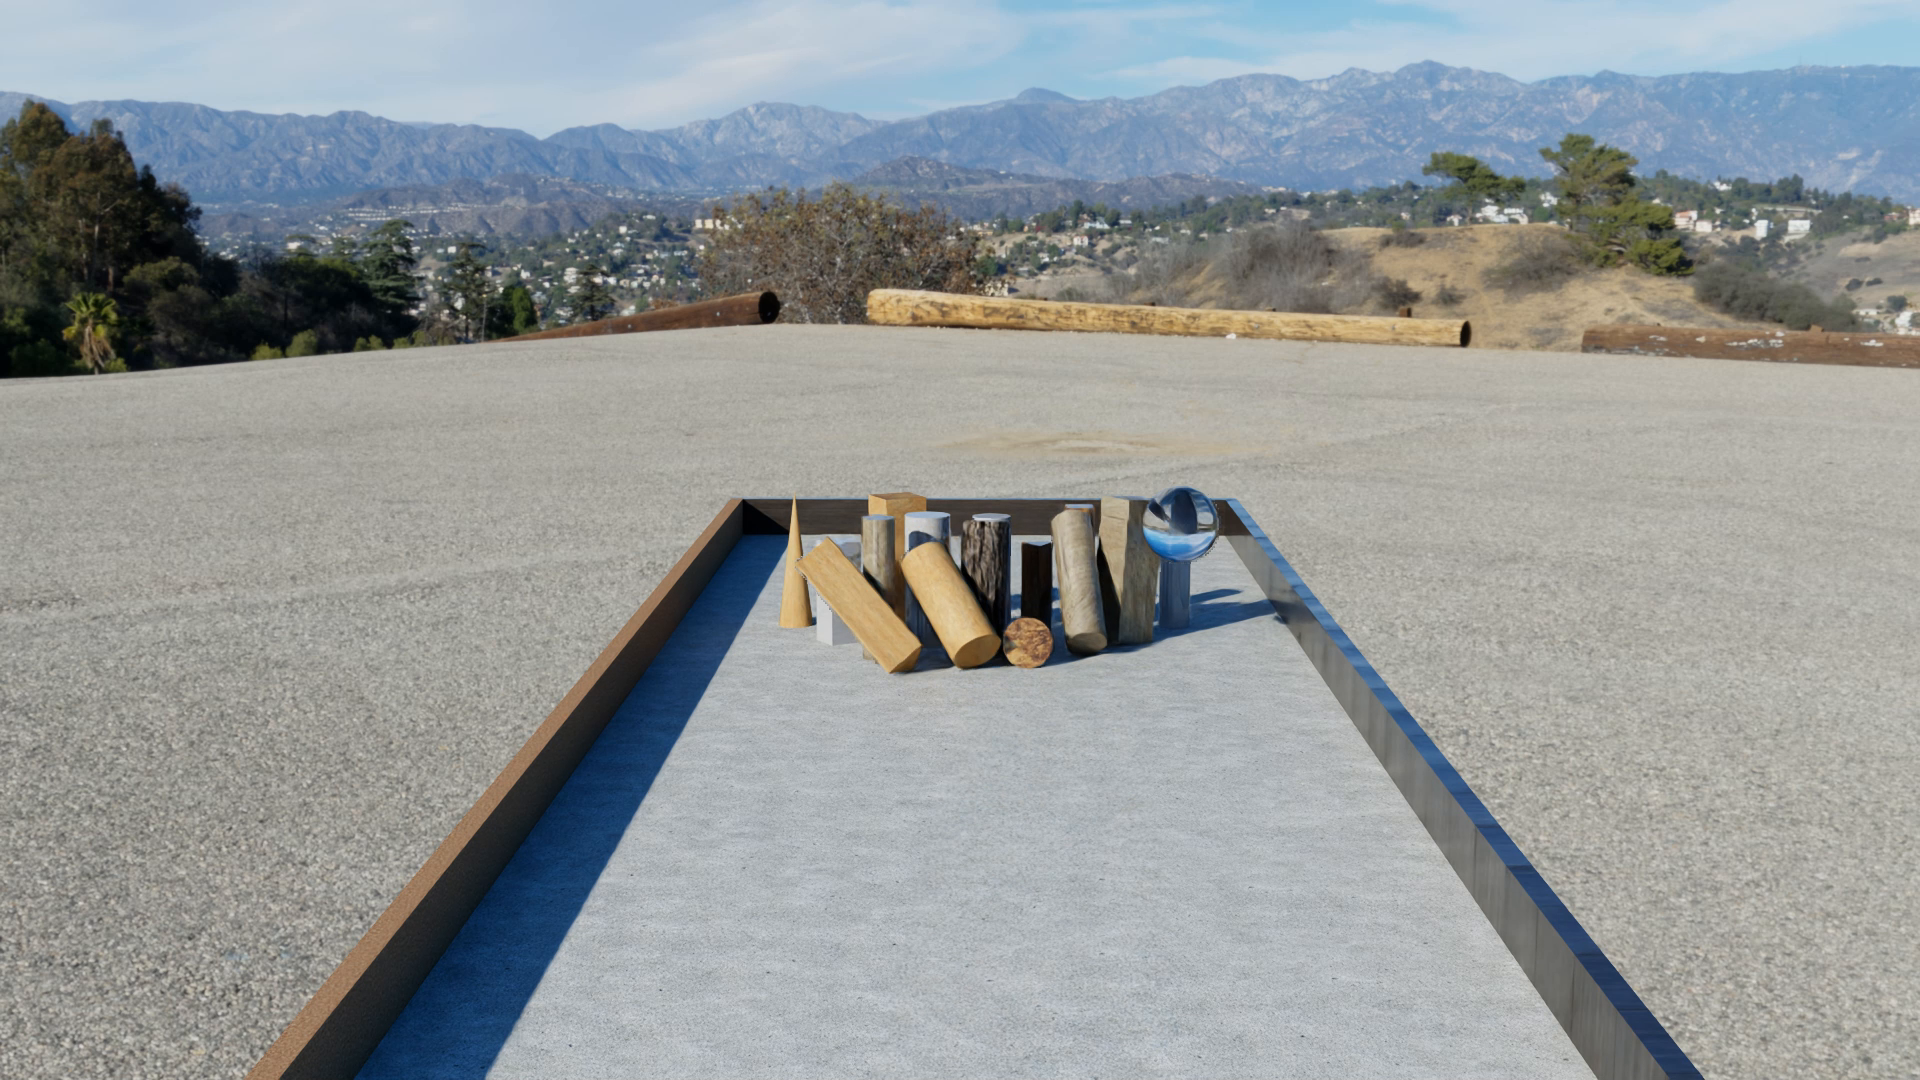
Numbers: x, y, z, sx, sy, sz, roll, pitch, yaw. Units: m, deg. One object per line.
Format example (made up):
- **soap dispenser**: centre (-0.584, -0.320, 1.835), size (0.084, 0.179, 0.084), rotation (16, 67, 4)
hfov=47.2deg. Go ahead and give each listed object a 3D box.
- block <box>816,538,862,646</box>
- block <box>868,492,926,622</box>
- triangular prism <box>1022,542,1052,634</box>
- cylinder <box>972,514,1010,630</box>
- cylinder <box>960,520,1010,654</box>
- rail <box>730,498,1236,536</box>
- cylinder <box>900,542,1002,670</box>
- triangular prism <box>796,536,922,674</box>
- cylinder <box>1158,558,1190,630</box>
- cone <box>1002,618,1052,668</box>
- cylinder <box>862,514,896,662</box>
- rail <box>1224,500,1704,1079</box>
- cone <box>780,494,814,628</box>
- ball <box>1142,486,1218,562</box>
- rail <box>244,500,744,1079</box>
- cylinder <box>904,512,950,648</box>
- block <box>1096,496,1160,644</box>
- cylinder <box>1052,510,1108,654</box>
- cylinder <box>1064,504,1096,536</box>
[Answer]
- **block**: centre (-0.383, 0.162, 6.958), size (0.104, 0.323, 0.104), rotation (-5, 10, -30)
- **block**: centre (-0.204, 0.070, 7.191), size (0.142, 0.431, 0.142), rotation (-4, 10, -25)
- **triangular prism**: centre (0.257, 0.165, 6.959), size (0.083, 0.316, 0.095), rotation (-6, 11, -35)
- **cylinder**: centre (0.102, 0.104, 7.171), size (0.125, 0.369, 0.125), rotation (0, 9, 0)
- **cylinder**: centre (0.070, 0.146, 6.746), size (0.144, 0.397, 0.144), rotation (3, -5, 0)
- **rail**: centre (0.099, -0.098, 9.147), size (2.100, 0.150, 0.050), rotation (0, 9, 1)
- **cylinder**: centre (-0.029, 0.196, 6.623), size (0.157, 0.157, 0.378), rotation (-6, 50, -33)
- **triangular prism**: centre (-0.285, 0.189, 6.582), size (0.458, 0.112, 0.129), rotation (48, 28, 21)
- **cylinder**: centre (0.703, 0.097, 7.195), size (0.101, 0.376, 0.101), rotation (0, 9, 0)
- **cone**: centre (0.176, 0.316, 6.773), size (0.154, 0.154, 0.385), rotation (-1, -2, -8)
- **cylinder**: centre (-0.247, 0.146, 6.701), size (0.100, 0.434, 0.100), rotation (0, 9, 0)
- **rail**: centre (1.046, 0.843, 3.208), size (0.050, 0.150, 12.000), rotation (0, 9, 1)
- **cone**: centre (-0.540, 0.058, 7.218), size (0.113, 0.447, 0.113), rotation (0, 9, 0)
- **ball**: centre (0.680, -0.049, 6.782), size (0.235, 0.235, 0.235), rotation (0, 9, 0)
- **rail**: centre (-1.004, 0.839, 3.234), size (0.050, 0.150, 12.000), rotation (0, 9, 1)
- **cylinder**: centre (-0.102, 0.124, 6.914), size (0.144, 0.411, 0.144), rotation (0, 9, 0)
- **block**: centre (0.529, 0.092, 6.953), size (0.138, 0.452, 0.138), rotation (0, 8, -35)
- **cylinder**: centre (0.371, 0.130, 6.857), size (0.128, 0.459, 0.128), rotation (-4, -35, -3)
- **cylinder**: centre (0.390, 0.085, 7.208), size (0.102, 0.396, 0.102), rotation (0, 9, 0)
